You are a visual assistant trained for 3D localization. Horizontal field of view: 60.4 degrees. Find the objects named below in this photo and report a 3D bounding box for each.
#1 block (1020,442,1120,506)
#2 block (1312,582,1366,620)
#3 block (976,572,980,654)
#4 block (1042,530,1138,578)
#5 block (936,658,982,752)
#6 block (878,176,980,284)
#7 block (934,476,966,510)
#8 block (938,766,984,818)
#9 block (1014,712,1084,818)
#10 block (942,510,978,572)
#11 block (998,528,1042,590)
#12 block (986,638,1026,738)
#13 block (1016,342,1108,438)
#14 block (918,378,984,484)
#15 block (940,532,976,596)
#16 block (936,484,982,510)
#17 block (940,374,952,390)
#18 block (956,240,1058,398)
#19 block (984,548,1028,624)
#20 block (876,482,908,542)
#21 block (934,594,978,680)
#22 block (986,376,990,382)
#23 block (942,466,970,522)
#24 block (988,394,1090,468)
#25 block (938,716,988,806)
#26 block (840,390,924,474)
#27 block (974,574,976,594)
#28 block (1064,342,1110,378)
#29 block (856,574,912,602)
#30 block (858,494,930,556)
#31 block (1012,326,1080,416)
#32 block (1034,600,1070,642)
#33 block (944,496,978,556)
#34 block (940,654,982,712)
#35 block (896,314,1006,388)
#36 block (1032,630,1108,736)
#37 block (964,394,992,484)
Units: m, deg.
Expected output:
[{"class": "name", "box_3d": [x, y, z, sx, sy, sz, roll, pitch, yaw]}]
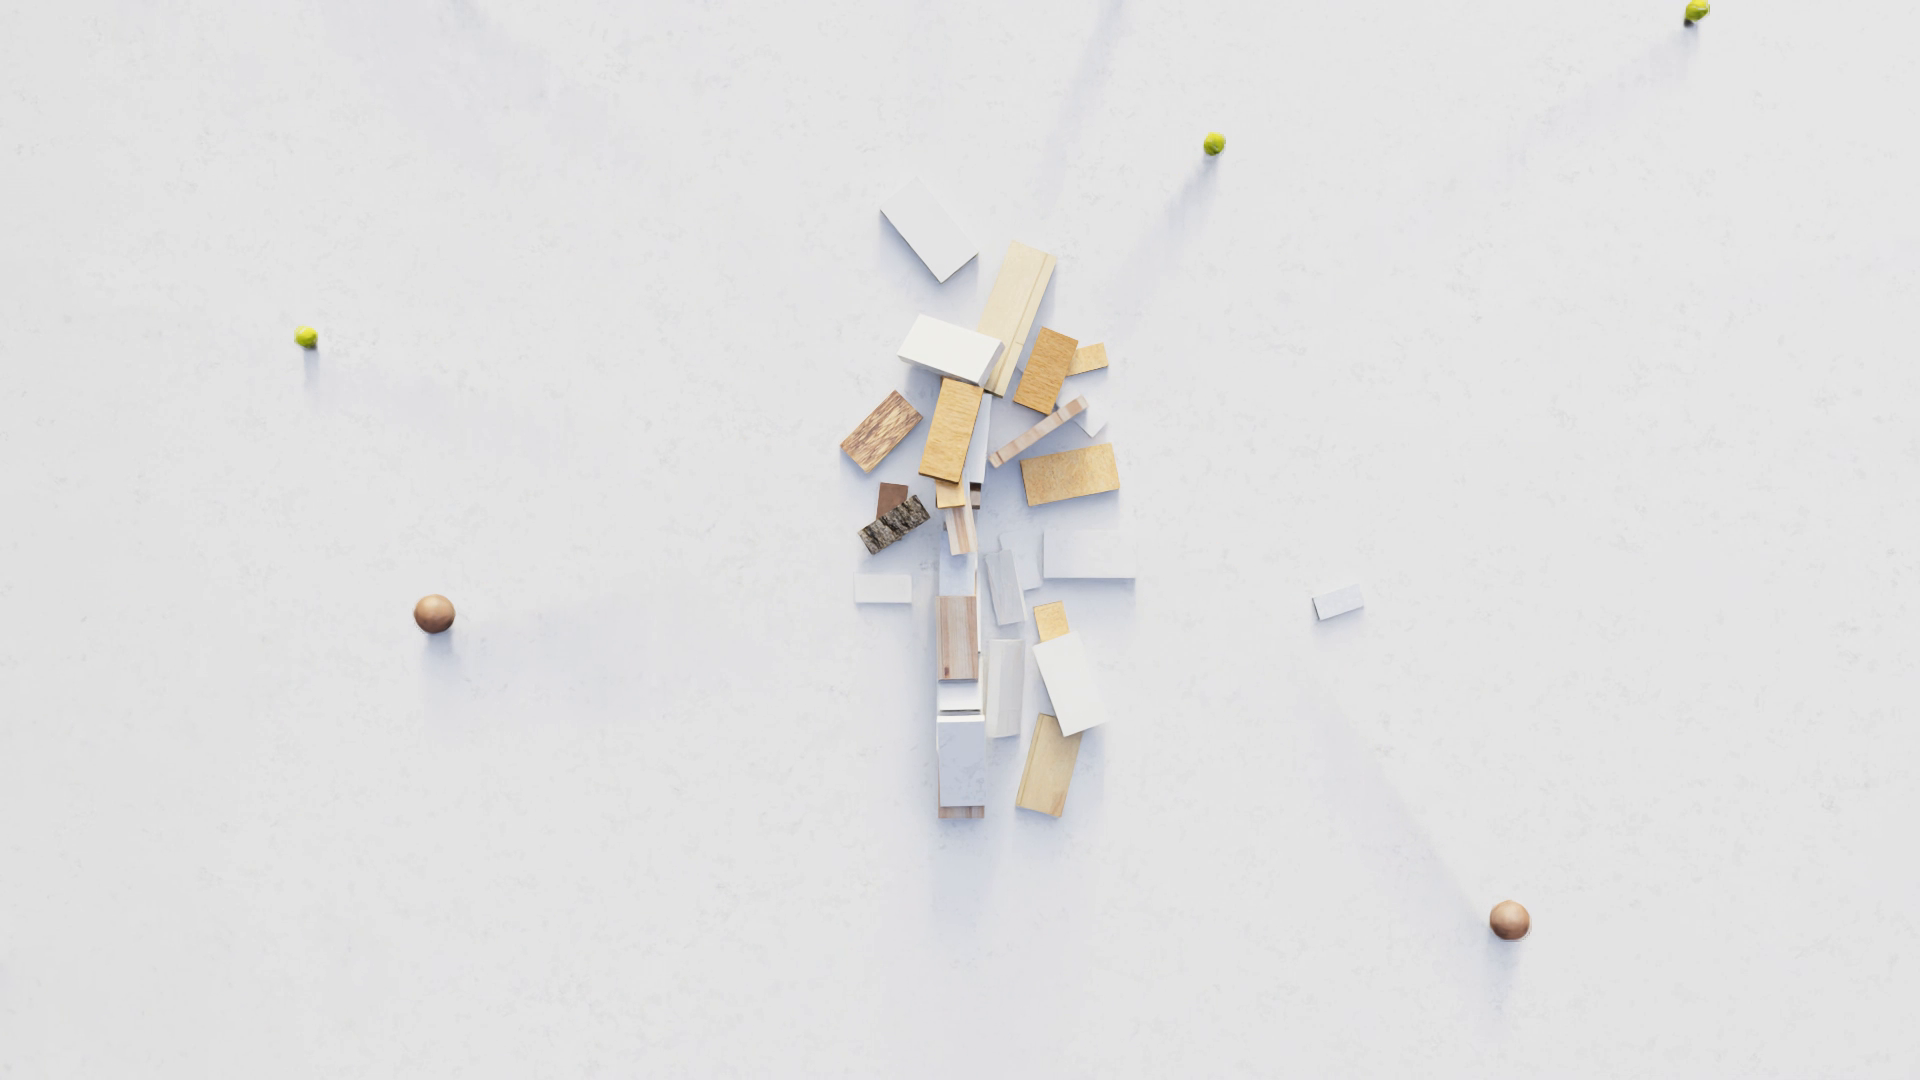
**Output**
[{"class": "block", "box_3d": [0.365, -0.217, 5.478, 0.310, 0.044, 0.155, -11, 90, 0]}, {"class": "block", "box_3d": [1.260, 0.204, 5.489, 0.159, 0.023, 0.080, -18, 90, 0]}, {"class": "block", "box_3d": [0.000, 0.239, 5.443, 0.135, 0.038, 0.269, 0, 73, 0]}, {"class": "block", "box_3d": [0.432, 0.047, 5.478, 0.310, 0.044, 0.155, 0, 90, 0]}, {"class": "block", "box_3d": [-0.001, 0.545, 5.449, 0.153, 0.043, 0.305, 0, 79, 0]}, {"class": "block", "box_3d": [-0.103, -1.028, 5.477, 0.162, 0.046, 0.325, -39, 90, 0]}, {"class": "block", "box_3d": [-0.036, -0.189, 5.275, 0.088, 0.025, 0.175, -6, 75, -1]}, {"class": "block", "box_3d": [0.004, 0.769, 5.478, 0.153, 0.043, 0.305, 0, 90, 0]}, {"class": "block", "box_3d": [0.299, 0.746, 5.478, 0.157, 0.044, 0.313, 15, 90, 0]}, {"class": "block", "box_3d": [0.001, -0.007, 5.449, 0.115, 0.033, 0.230, 0, 72, 0]}, {"class": "block", "box_3d": [0.200, 0.067, 5.486, 0.099, 0.028, 0.199, -14, 90, 0]}, {"class": "block", "box_3d": [0.150, 0.485, 5.422, 0.044, 0.157, 0.313, 3, 90, 32]}, {"class": "block", "box_3d": [0.287, -0.536, 5.489, 0.492, 0.023, 0.080, 43, 90, 0]}, {"class": "block", "box_3d": [-0.028, -0.348, 5.275, 0.132, 0.037, 0.321, 14, 78, 2]}, {"class": "block", "box_3d": [-0.008, 0.086, 5.382, 0.115, 0.033, 0.230, 1, 90, 0]}, {"class": "block", "box_3d": [-0.001, -0.247, 5.431, 0.146, 0.041, 0.292, 3, 70, 0]}, {"class": "block", "box_3d": [0.008, -0.479, 5.450, 0.146, 0.041, 0.292, 2, 78, 0]}, {"class": "block", "box_3d": [0.156, -0.729, 5.443, 0.162, 0.046, 0.504, 21, 82, 0]}, {"class": "block", "box_3d": [0.153, 0.155, 5.464, 0.099, 0.028, 0.240, -11, 91, 24]}, {"class": "block", "box_3d": [-0.229, -0.094, 5.487, 0.093, 0.026, 0.186, 7, 90, 0]}, {"class": "block", "box_3d": [-0.010, 0.315, 5.361, 0.135, 0.038, 0.269, -2, 97, 0]}, {"class": "block", "box_3d": [0.025, -0.490, 5.360, 0.078, 0.022, 0.157, 31, 78, 5]}, {"class": "block", "box_3d": [-0.013, -0.147, 5.310, 0.088, 0.025, 0.176, -1, 88, 0]}, {"class": "block", "box_3d": [0.258, -0.356, 5.409, 0.365, 0.155, 0.044, -34, 91, 4]}, {"class": "block", "box_3d": [0.008, 0.722, 5.386, 0.153, 0.043, 0.305, -2, 109, 1]}, {"class": "block", "box_3d": [-0.261, -0.360, 5.481, 0.132, 0.037, 0.264, 45, 90, 0]}, {"class": "block", "box_3d": [-0.003, 0.153, 5.431, 0.115, 0.033, 0.230, 0, 72, 0]}, {"class": "block", "box_3d": [0.408, -0.599, 5.489, 0.159, 0.023, 0.080, -14, 90, 0]}, {"class": "block", "box_3d": [-0.254, 0.160, 5.487, 0.186, 0.026, 0.093, 0, 90, 0]}, {"class": "block", "box_3d": [-0.218, -0.050, 5.460, 0.232, 0.026, 0.093, -33, 90, 0]}, {"class": "block", "box_3d": [0.284, -0.559, 5.459, 0.132, 0.037, 0.264, 22, 90, 0]}, {"class": "block", "box_3d": [0.314, 0.310, 5.486, 0.099, 0.028, 0.199, -13, 90, 0]}, {"class": "block", "box_3d": [0.002, -0.045, 5.282, 0.088, 0.025, 0.176, -9, 88, 0]}, {"class": "block", "box_3d": [-0.001, 0.428, 5.427, 0.135, 0.038, 0.269, -1, 73, 0]}, {"class": "block", "box_3d": [-0.031, -0.618, 5.385, 0.325, 0.046, 0.162, 22, 75, 28]}, {"class": "block", "box_3d": [0.363, 0.473, 5.440, 0.157, 0.044, 0.313, -20, 87, -2]}, {"class": "block", "box_3d": [0.018, -0.335, 5.379, 0.146, 0.041, 0.292, 6, 85, 0]}]
